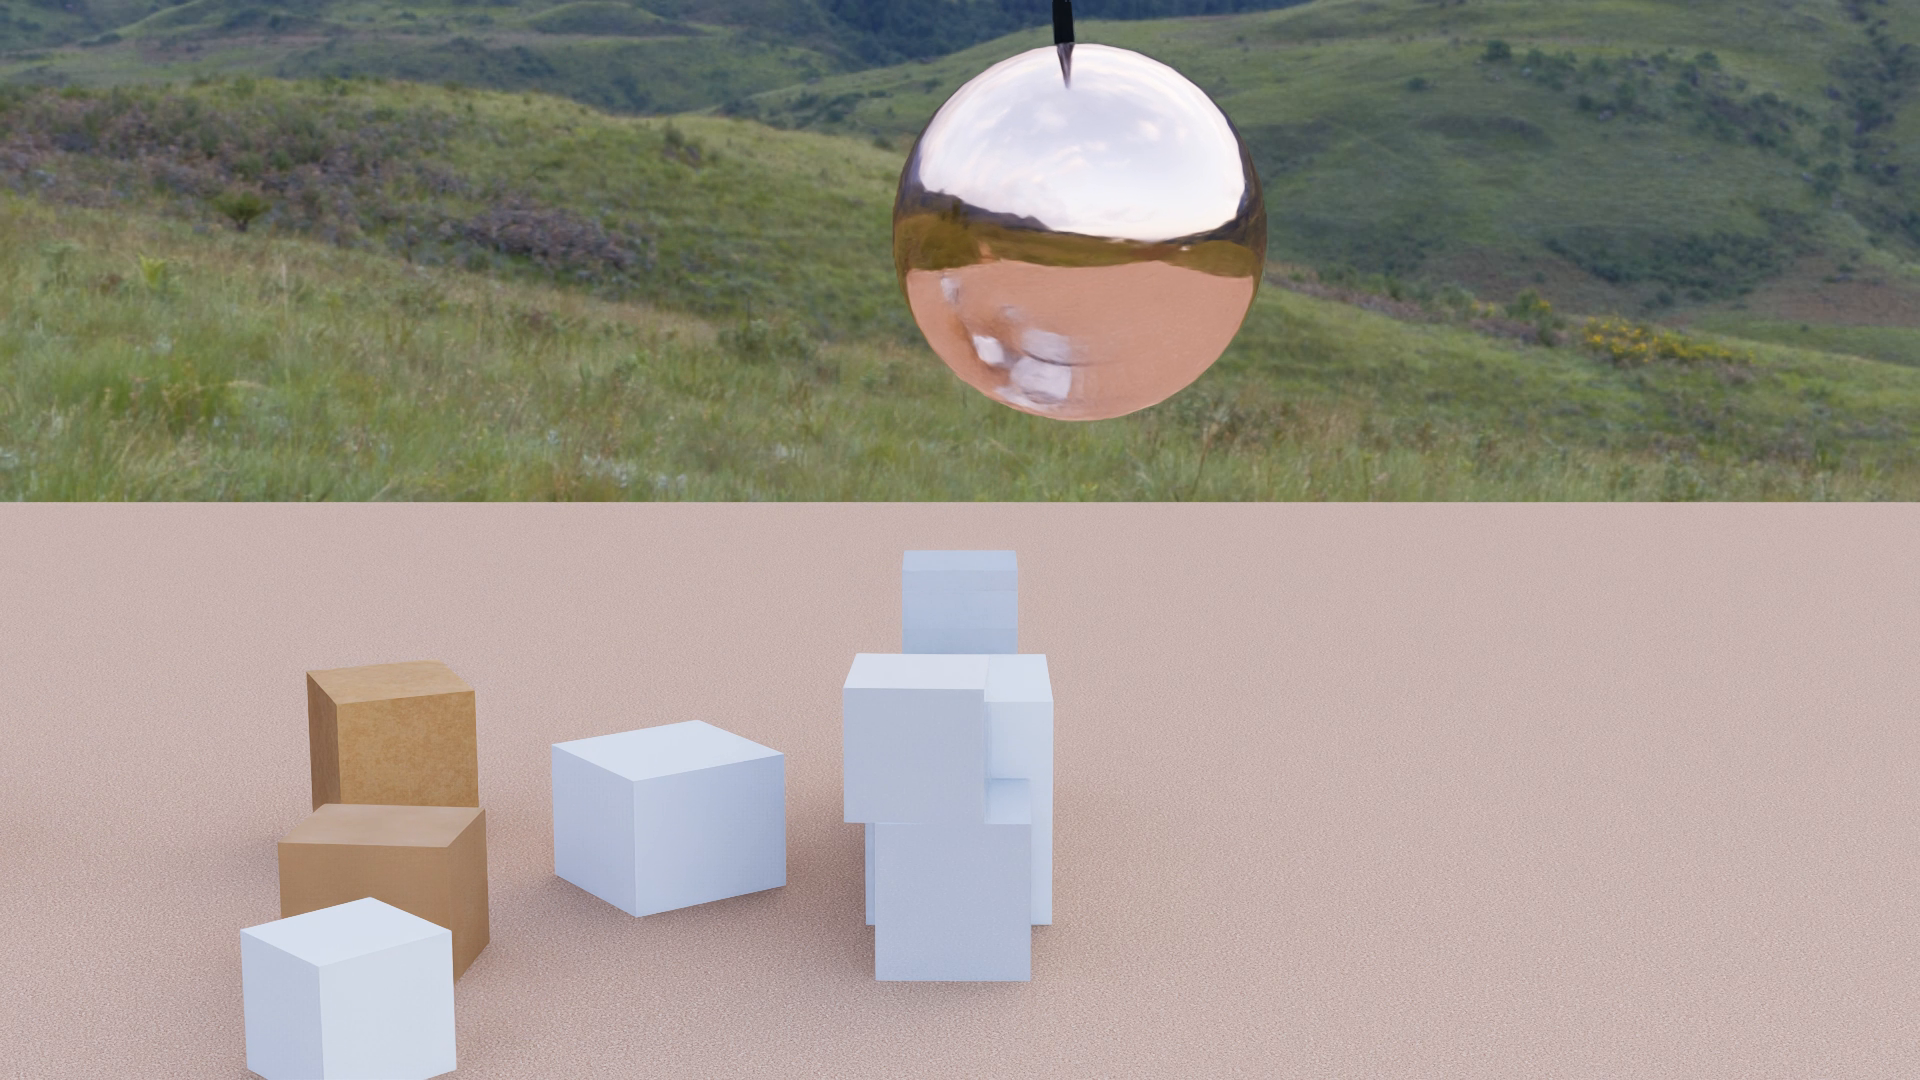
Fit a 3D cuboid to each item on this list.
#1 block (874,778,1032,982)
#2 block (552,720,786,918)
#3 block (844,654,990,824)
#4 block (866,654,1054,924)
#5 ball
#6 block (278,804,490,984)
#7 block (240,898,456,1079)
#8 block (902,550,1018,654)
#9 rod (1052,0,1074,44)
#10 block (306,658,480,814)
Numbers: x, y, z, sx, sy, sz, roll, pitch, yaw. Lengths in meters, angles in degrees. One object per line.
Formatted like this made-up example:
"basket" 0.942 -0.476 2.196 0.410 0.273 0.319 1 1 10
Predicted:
"block" -0.023 1.356 10.323 0.607 0.639 0.656 0 10 1
"block" -1.281 1.206 11.268 0.745 0.595 0.740 -7 13 -35
"block" -0.164 0.782 10.193 0.543 0.537 0.594 0 10 3
"block" -0.007 1.058 11.065 0.777 0.959 0.874 0 10 0
"ball" 0.507 -1.308 10.943 1.600 1.600 1.600 0 10 0
"block" -2.285 1.409 10.227 0.671 0.568 0.542 1 10 5
"block" -2.174 1.636 9.123 0.528 0.517 0.532 -10 14 -43
"block" 0.000 0.399 11.915 0.524 0.621 0.495 0 10 0
"rod" 0.220 -4.641 10.337 0.080 5.200 0.080 -5 10 1
"block" -2.633 1.015 11.903 0.623 0.744 0.707 -5 11 -24
